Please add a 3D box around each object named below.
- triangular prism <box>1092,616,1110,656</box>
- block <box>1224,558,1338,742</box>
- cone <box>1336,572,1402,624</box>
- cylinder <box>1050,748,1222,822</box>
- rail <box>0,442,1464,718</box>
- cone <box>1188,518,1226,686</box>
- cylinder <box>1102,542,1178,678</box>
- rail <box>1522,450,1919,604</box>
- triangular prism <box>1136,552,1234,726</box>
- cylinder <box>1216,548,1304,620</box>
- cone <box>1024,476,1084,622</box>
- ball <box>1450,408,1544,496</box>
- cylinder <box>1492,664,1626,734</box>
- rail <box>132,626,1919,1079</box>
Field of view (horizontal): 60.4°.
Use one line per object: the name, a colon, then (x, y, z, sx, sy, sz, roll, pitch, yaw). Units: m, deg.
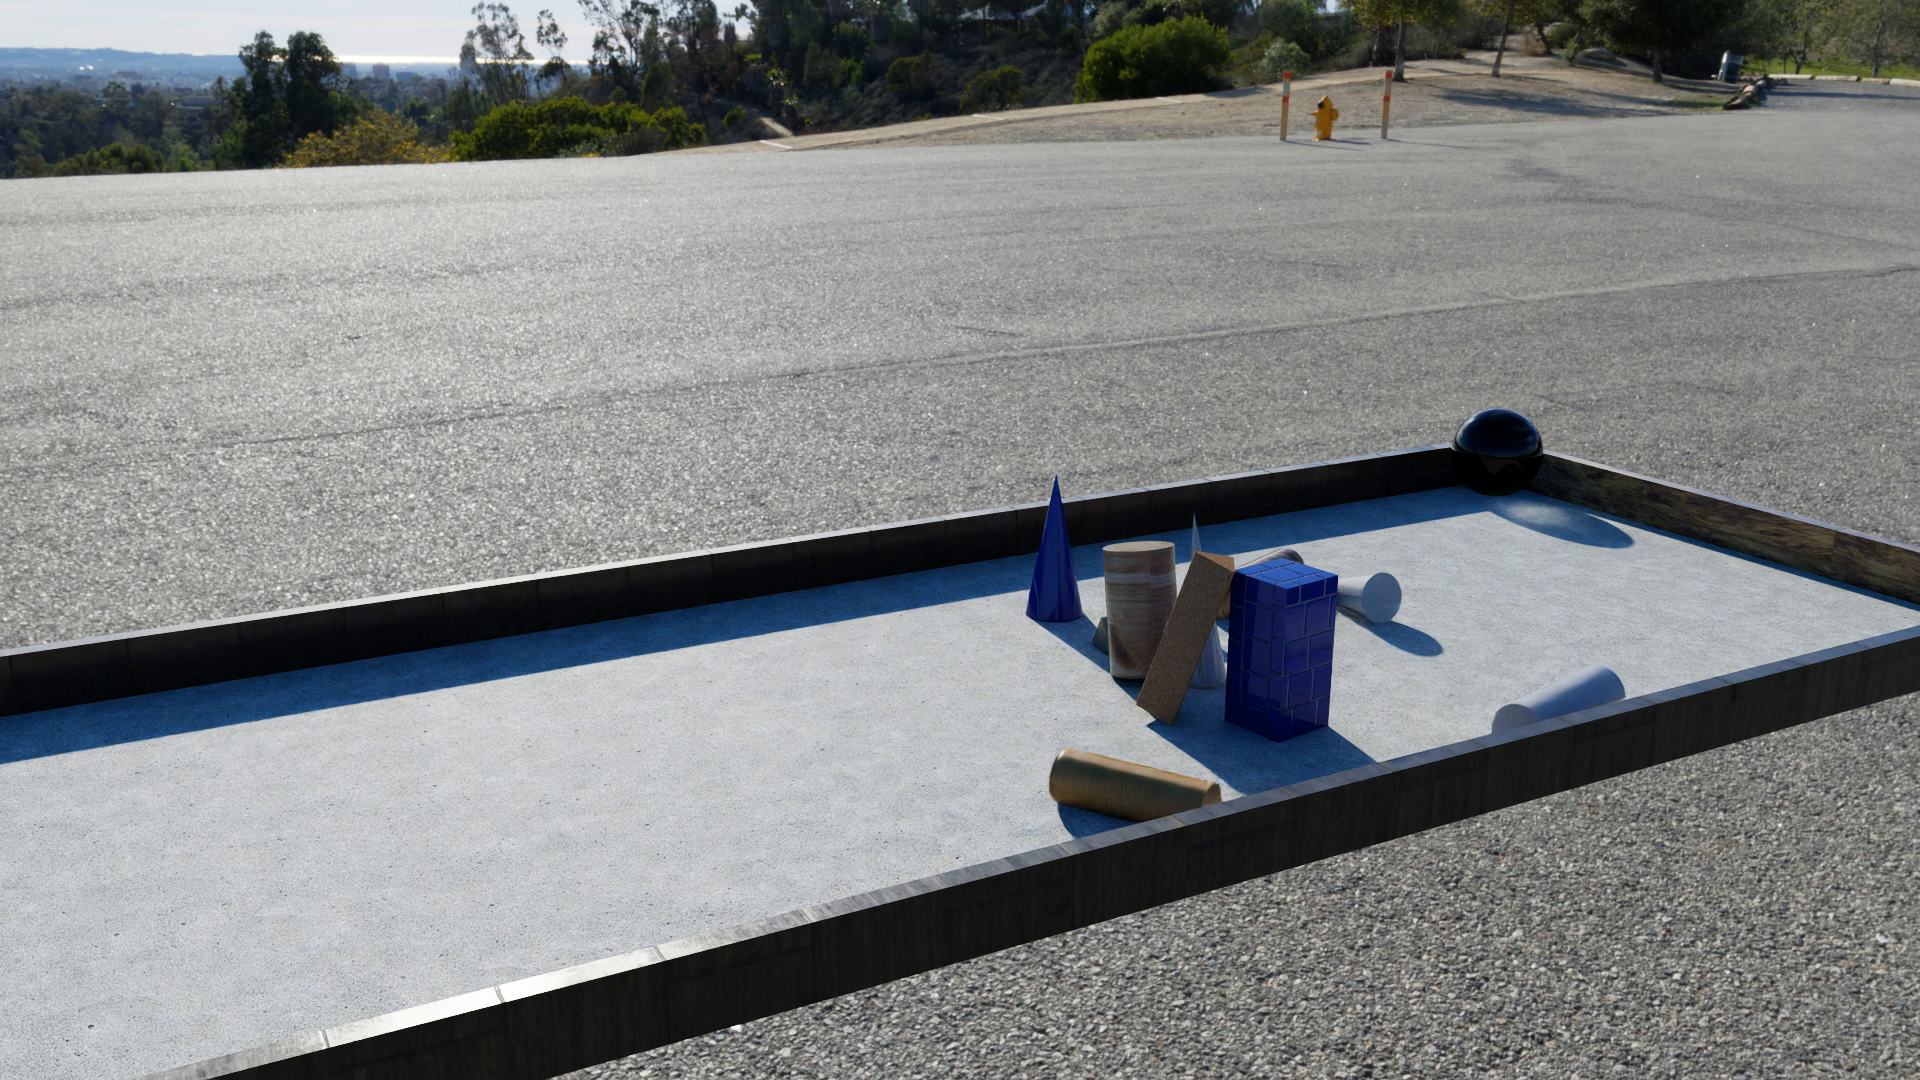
triangular prism: (0.517, 0.231, 4.399, 0.311, 0.091, 0.105, -6, 17, -20)
block: (0.745, 0.253, 3.835, 0.171, 0.371, 0.171, -12, 20, -35)
cone: (1.078, 0.146, 4.732, 0.142, 0.142, 0.389, -8, 8, -26)
cylinder: (0.359, 0.518, 3.390, 0.337, 0.114, 0.114, 10, 19, 30)
rail: (-3.305, 0.497, 3.399, 12.000, 0.150, 0.050, -9, 18, -27)
cone: (0.595, 0.141, 4.093, 0.111, 0.431, 0.111, -5, 13, 1)
cylinder: (0.458, 0.174, 4.152, 0.179, 0.319, 0.179, -4, 7, 1)
rail: (2.466, -0.048, 5.253, 0.050, 0.150, 2.100, -9, 18, -27)
triangular prism: (0.546, 0.227, 3.864, 0.107, 0.407, 0.093, 30, 22, 30)
cylinder: (0.844, 0.123, 4.720, 0.122, 0.122, 0.370, 13, 21, 38)
cone: (0.265, 0.010, 4.598, 0.165, 0.407, 0.165, 0, 16, 0)
ball: (1.907, -0.312, 5.860, 0.314, 0.314, 0.314, 0, 16, 0)
cylinder: (1.376, 0.393, 3.783, 0.365, 0.132, 0.132, -15, 22, -41)
rail: (-2.336, 1.006, 1.665, 12.000, 0.150, 0.050, -9, 18, -27)
